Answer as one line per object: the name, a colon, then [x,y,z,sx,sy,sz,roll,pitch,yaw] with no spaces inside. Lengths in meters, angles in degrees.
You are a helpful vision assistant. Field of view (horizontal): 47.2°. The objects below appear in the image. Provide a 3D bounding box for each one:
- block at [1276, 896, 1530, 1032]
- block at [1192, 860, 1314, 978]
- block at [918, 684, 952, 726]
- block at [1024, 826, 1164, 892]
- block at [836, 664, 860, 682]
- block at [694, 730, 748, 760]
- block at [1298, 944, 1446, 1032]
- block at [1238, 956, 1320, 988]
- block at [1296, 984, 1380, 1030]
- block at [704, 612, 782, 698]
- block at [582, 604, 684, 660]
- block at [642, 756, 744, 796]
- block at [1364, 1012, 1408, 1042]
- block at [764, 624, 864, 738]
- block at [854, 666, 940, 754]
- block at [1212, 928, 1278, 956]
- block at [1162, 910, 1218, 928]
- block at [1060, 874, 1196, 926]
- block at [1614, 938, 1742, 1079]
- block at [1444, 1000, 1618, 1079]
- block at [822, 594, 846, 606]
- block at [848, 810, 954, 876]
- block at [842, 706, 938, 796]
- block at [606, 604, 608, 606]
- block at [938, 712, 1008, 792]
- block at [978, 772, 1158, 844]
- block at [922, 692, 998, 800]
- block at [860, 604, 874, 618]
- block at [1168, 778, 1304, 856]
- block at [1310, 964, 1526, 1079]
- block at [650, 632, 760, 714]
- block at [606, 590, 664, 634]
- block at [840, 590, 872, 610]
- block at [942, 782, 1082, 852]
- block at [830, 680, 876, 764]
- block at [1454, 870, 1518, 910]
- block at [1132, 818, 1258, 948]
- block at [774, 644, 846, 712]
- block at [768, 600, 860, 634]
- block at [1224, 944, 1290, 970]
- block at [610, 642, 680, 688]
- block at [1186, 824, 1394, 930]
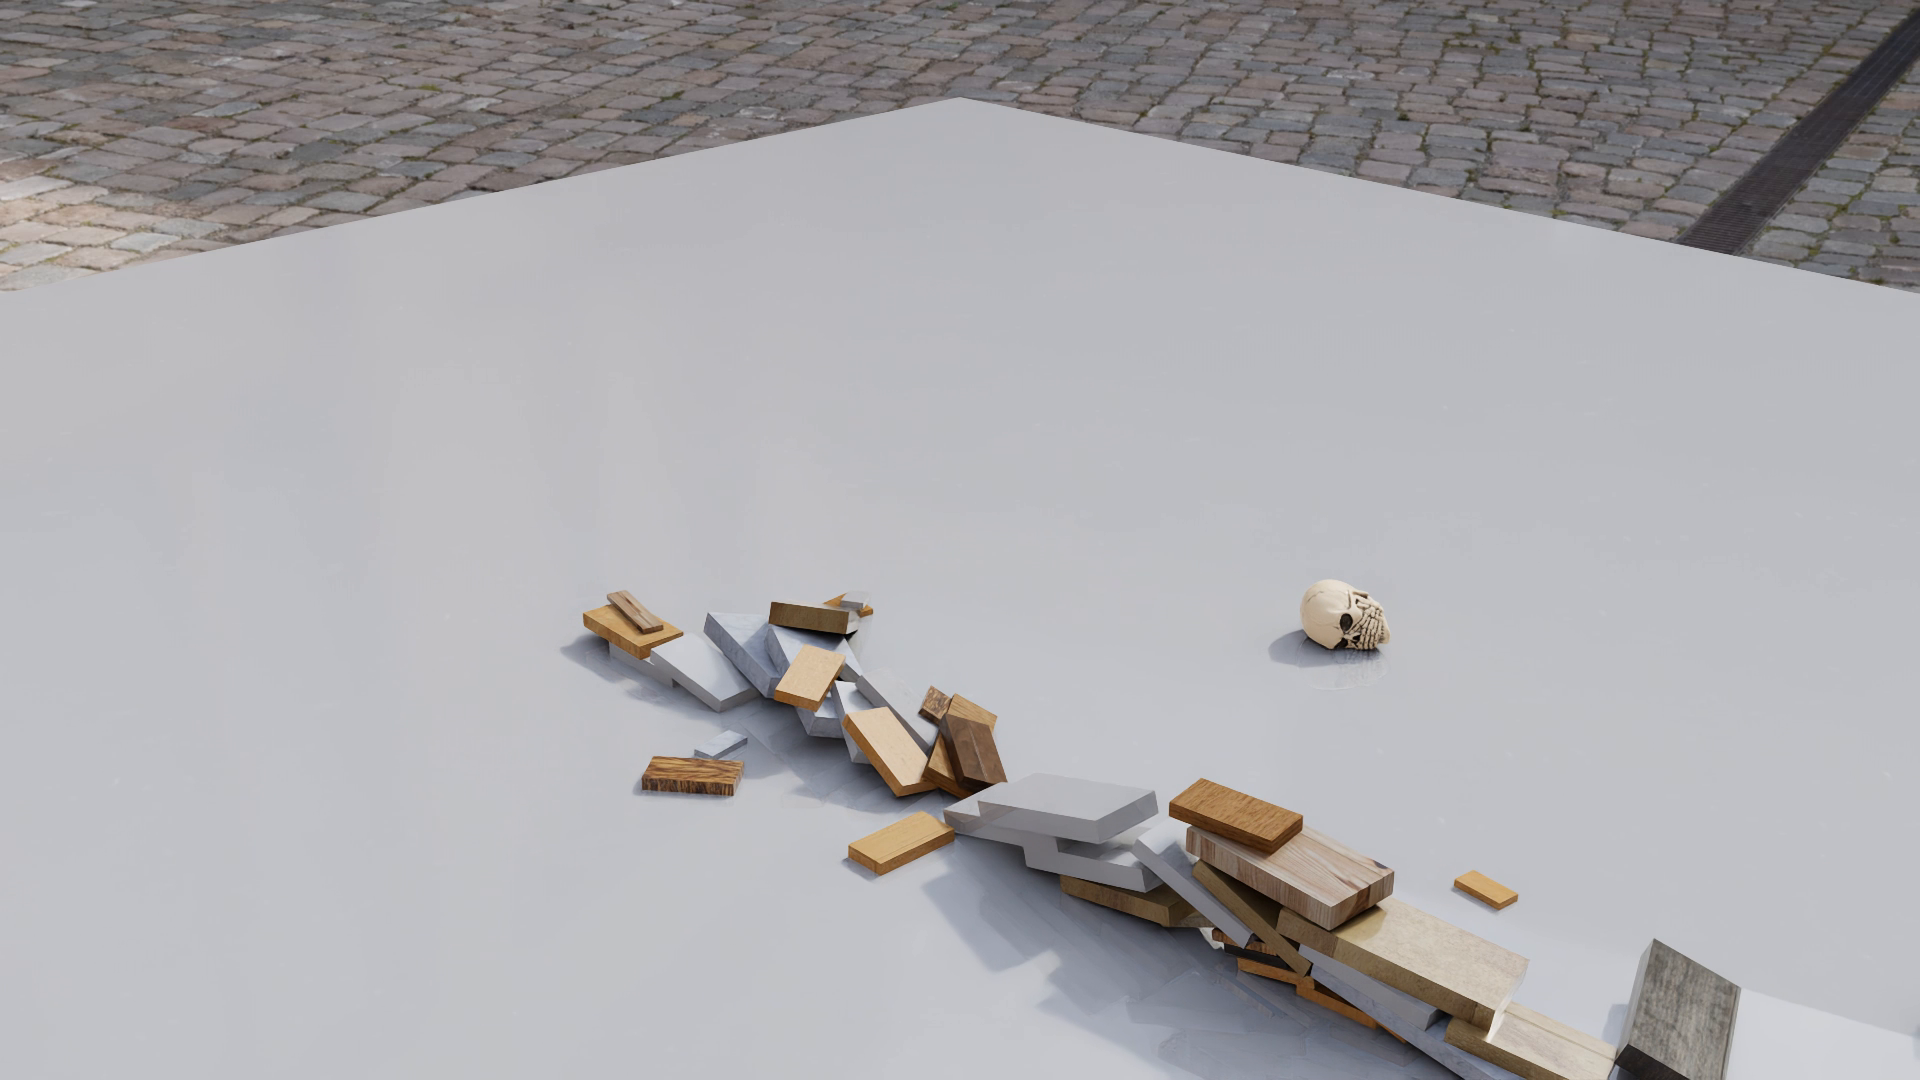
block: [0.755,0.693,3.759,0.392,0.047,0.167,23,32,25]
block: [0.556,0.646,3.909,0.136,0.039,0.272,-21,53,-42]
block: [-0.054,0.357,4.738,0.054,0.015,0.108,34,24,-5]
block: [0.289,0.591,4.162,0.162,0.046,0.323,-20,15,-38]
block: [-0.248,0.299,4.805,0.054,0.015,0.108,-6,37,-45]
block: [-0.511,0.441,4.703,0.054,0.015,0.108,17,28,34]
block: [0.724,0.733,3.767,0.257,0.036,0.129,29,35,33]
block: [0.585,0.754,3.914,0.163,0.023,0.081,6,21,43]
block: [0.680,0.798,3.851,0.163,0.023,0.081,19,30,38]
block: [-0.431,0.262,5.003,0.176,0.050,0.352,4,20,-33]
block: [-0.764,0.208,5.140,0.121,0.034,0.241,-19,29,-37]
block: [-0.555,0.490,4.571,0.193,0.027,0.097,3,23,7]
block: [0.732,0.796,3.792,0.081,0.023,0.163,-17,37,-37]
block: [-0.295,0.311,4.822,0.176,0.050,0.352,8,28,-27]
block: [-0.116,0.364,4.704,0.218,0.031,0.109,45,28,18]
block: [0.529,0.709,3.950,0.139,0.020,0.069,6,21,43]
block: [0.442,0.689,4.043,0.069,0.020,0.139,-22,8,-41]
block: [0.333,0.648,4.126,0.136,0.039,0.272,-21,21,-40]
block: [1.212,0.816,3.702,0.167,0.047,0.334,30,30,11]
block: [0.946,0.836,3.637,0.257,0.036,0.129,22,32,23]
block: [-0.292,0.158,5.332,0.054,0.015,0.109,19,30,38]
block: [-0.115,0.595,4.323,0.194,0.027,0.097,-20,30,-39]
block: [-0.141,0.438,4.565,0.109,0.031,0.218,-6,44,-41]
block: [-0.821,0.178,5.323,0.100,0.014,0.050,6,24,15]
block: [0.028,0.448,4.567,0.107,0.030,0.213,18,27,-23]
block: [0.203,0.508,4.186,0.162,0.046,0.323,-21,15,-39]
block: [0.002,0.434,4.640,0.107,0.030,0.334,29,25,-3]
block: [-0.261,0.163,5.359,0.050,0.014,0.100,-16,28,-33]
block: [0.492,0.493,3.927,0.213,0.030,0.107,18,30,35]
block: [0.798,0.808,3.726,0.409,0.036,0.129,31,36,35]
block: [-0.574,0.298,4.954,0.241,0.034,0.121,32,37,33]
block: [-0.765,0.169,5.170,0.050,0.014,0.226,-13,26,-28]
block: [-0.251,0.143,5.302,0.054,0.015,0.109,8,13,6]
block: [0.134,0.542,4.315,0.162,0.046,0.323,-20,15,-39]
block: [-0.197,0.389,4.657,0.109,0.031,0.218,9,35,-26]
block: [0.999,0.664,4.176,0.054,0.015,0.109,-17,28,-34]
block: [0.456,0.611,3.977,0.272,0.039,0.136,39,40,26]
block: [-0.321,0.295,4.730,0.097,0.027,0.194,15,31,8]
block: [-0.333,0.176,5.083,0.176,0.050,0.352,8,0,2]
block: [0.549,0.731,3.938,0.139,0.020,0.069,7,22,45]
block: [-0.690,0.269,5.084,0.121,0.034,0.241,-21,30,-40]
block: [0.577,0.563,3.864,0.167,0.047,0.334,-20,31,-37]
